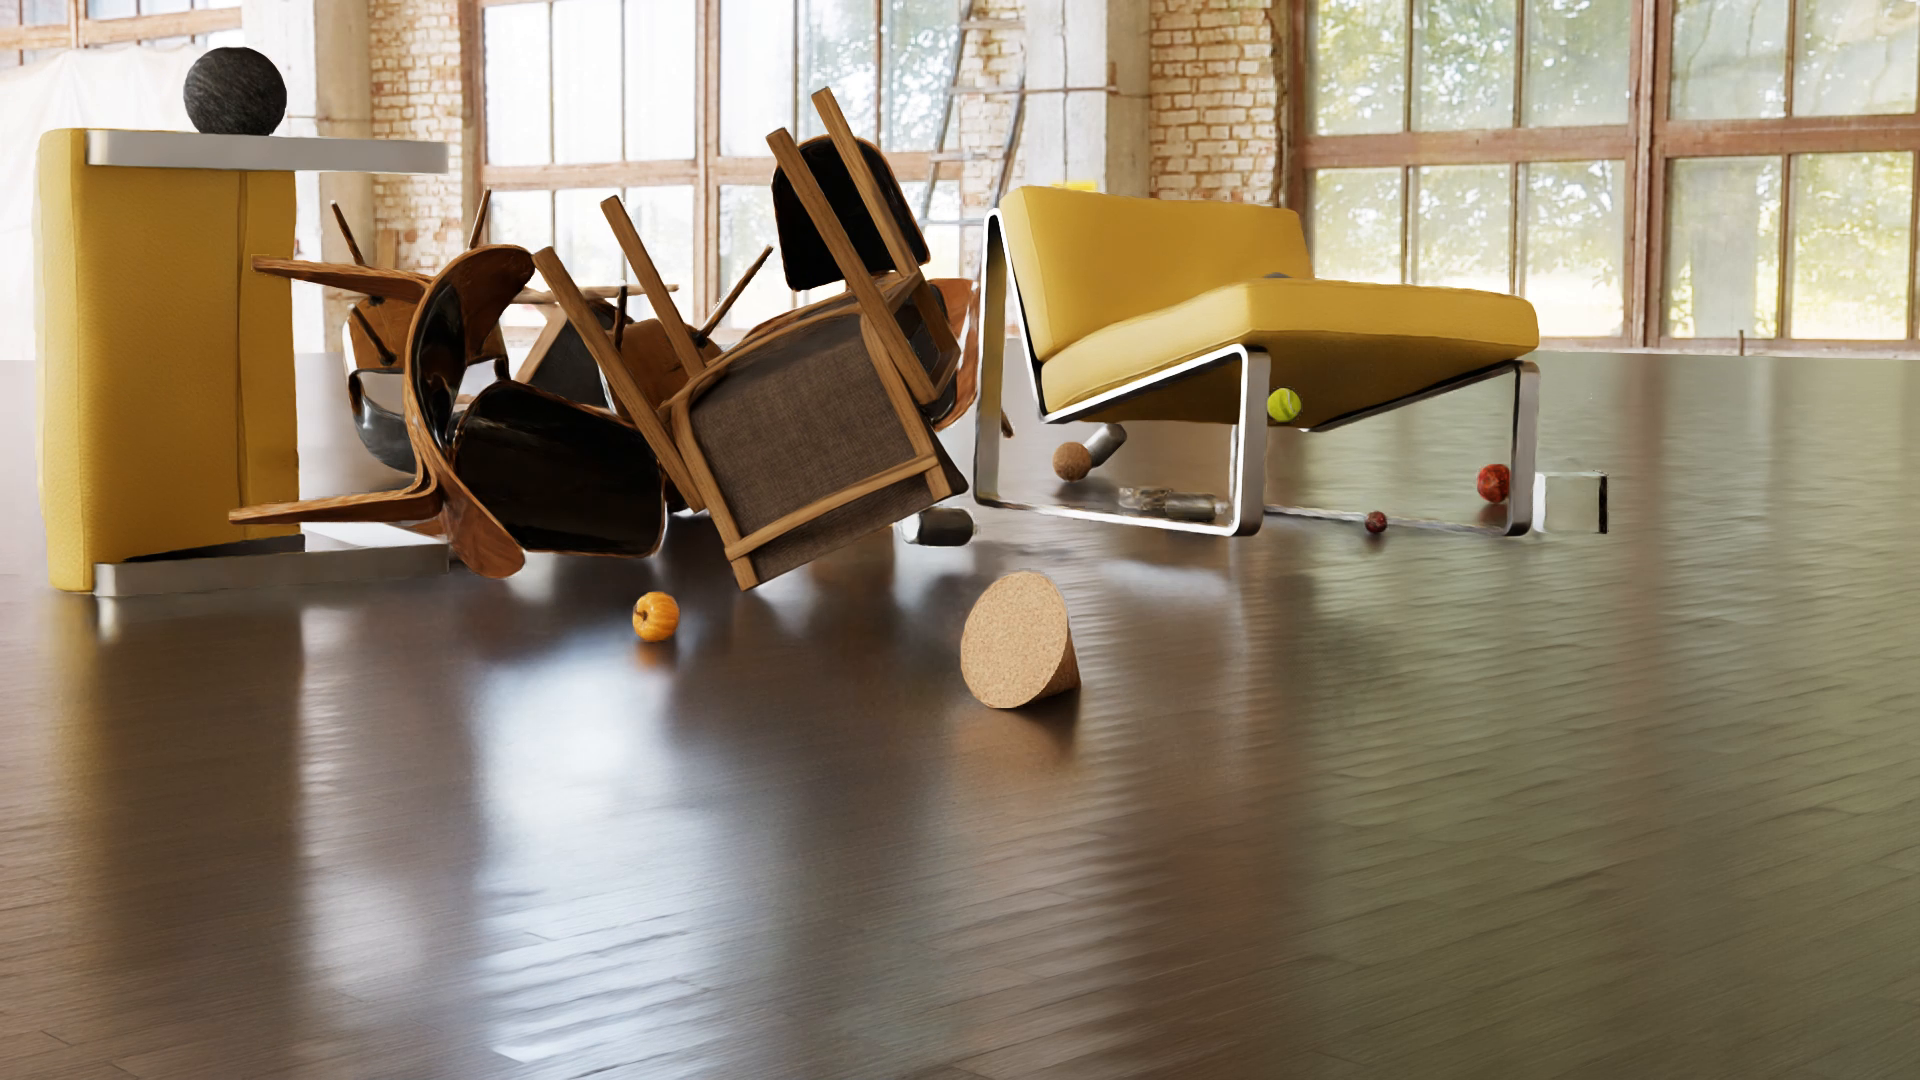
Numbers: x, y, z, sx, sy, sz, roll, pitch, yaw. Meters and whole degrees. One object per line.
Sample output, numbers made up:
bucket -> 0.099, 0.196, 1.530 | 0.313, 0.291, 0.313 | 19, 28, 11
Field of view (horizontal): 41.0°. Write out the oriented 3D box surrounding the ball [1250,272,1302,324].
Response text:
ball -> 0.812, -0.620, 6.582 | 0.131, 0.131, 0.131 | 0, 6, 0

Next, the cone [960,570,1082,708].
cone -> 0.139, 0.194, 4.037 | 0.185, 0.223, 0.236 | -1, -21, 31

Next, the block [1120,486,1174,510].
block -> 0.531, -0.121, 7.319 | 0.107, 0.055, 0.121 | -3, 7, -27

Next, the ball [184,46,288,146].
ball -> -1.511, -0.926, 5.352 | 0.209, 0.209, 0.209 | 0, 6, 0

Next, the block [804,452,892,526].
block -> -0.299, -0.136, 6.854 | 0.219, 0.180, 0.204 | -1, 6, -7

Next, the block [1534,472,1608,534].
block -> 1.572, -0.095, 6.610 | 0.158, 0.149, 0.155 | 0, 6, 3

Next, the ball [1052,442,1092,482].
ball -> 0.359, -0.252, 8.232 | 0.128, 0.128, 0.128 | 0, 6, 0

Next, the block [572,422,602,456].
block -> -1.127, -0.303, 7.740 | 0.039, 0.068, 0.077 | 20, 13, -41
